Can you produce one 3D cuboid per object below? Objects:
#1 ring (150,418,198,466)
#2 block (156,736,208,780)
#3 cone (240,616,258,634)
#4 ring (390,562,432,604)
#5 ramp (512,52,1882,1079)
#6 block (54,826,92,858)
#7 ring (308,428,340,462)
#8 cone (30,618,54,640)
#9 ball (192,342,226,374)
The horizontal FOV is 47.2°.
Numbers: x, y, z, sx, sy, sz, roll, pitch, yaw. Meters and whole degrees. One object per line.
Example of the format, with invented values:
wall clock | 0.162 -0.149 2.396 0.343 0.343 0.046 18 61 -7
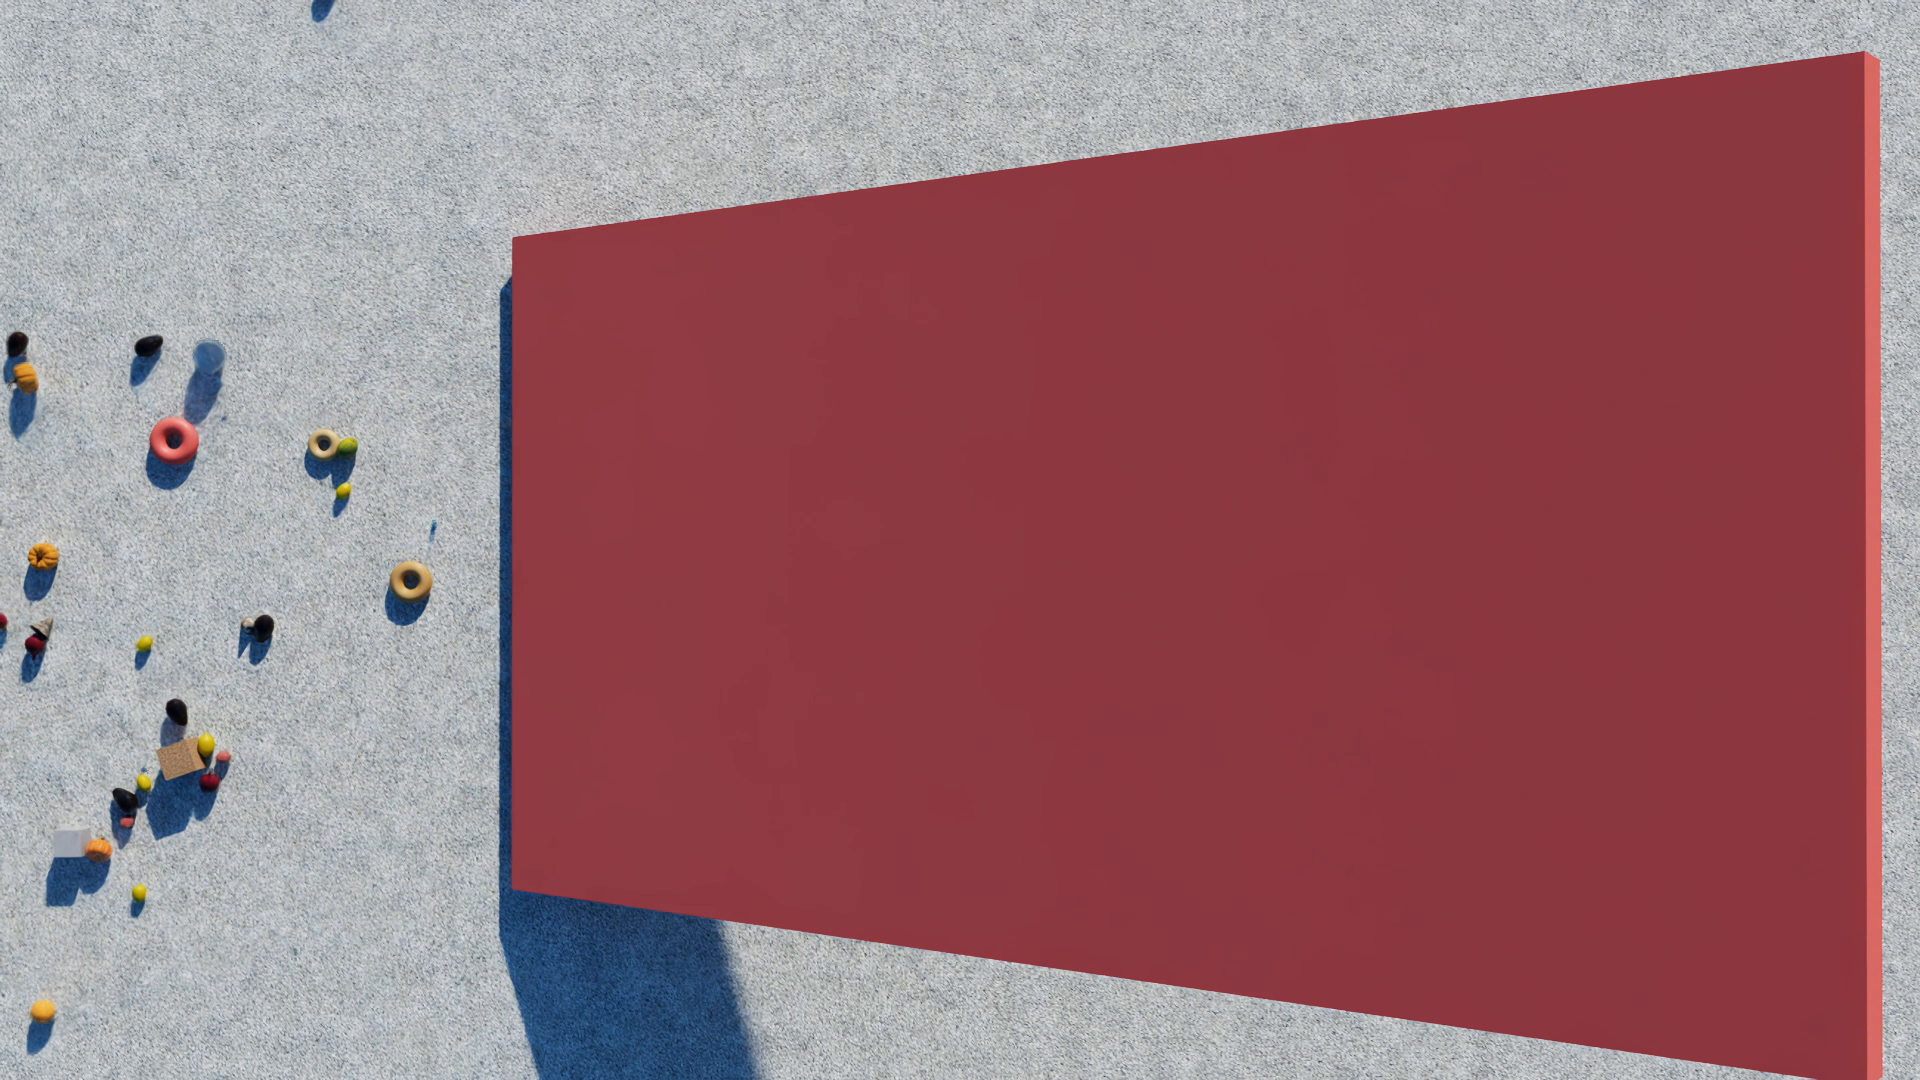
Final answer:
ring | -2.430 -0.305 6.800 0.150 0.050 0.150 0 91 0
block | -2.396 0.673 6.769 0.099 0.099 0.099 -19 90 0
cone | -2.203 0.266 6.792 0.057 0.057 0.057 0 90 0
ring | -1.698 0.131 6.800 0.132 0.044 0.132 0 89 -1
ramp | 0.218 0.063 5.534 4.000 0.100 2.000 0 90 39
block | -2.734 0.931 6.775 0.083 0.083 0.083 0 90 0
ring | -1.969 -0.293 6.808 0.104 0.035 0.104 0 90 1
cone | -2.828 0.262 6.806 0.065 0.065 0.065 36 63 0
ball | -2.316 -0.564 6.777 0.098 0.098 0.098 0 90 0
